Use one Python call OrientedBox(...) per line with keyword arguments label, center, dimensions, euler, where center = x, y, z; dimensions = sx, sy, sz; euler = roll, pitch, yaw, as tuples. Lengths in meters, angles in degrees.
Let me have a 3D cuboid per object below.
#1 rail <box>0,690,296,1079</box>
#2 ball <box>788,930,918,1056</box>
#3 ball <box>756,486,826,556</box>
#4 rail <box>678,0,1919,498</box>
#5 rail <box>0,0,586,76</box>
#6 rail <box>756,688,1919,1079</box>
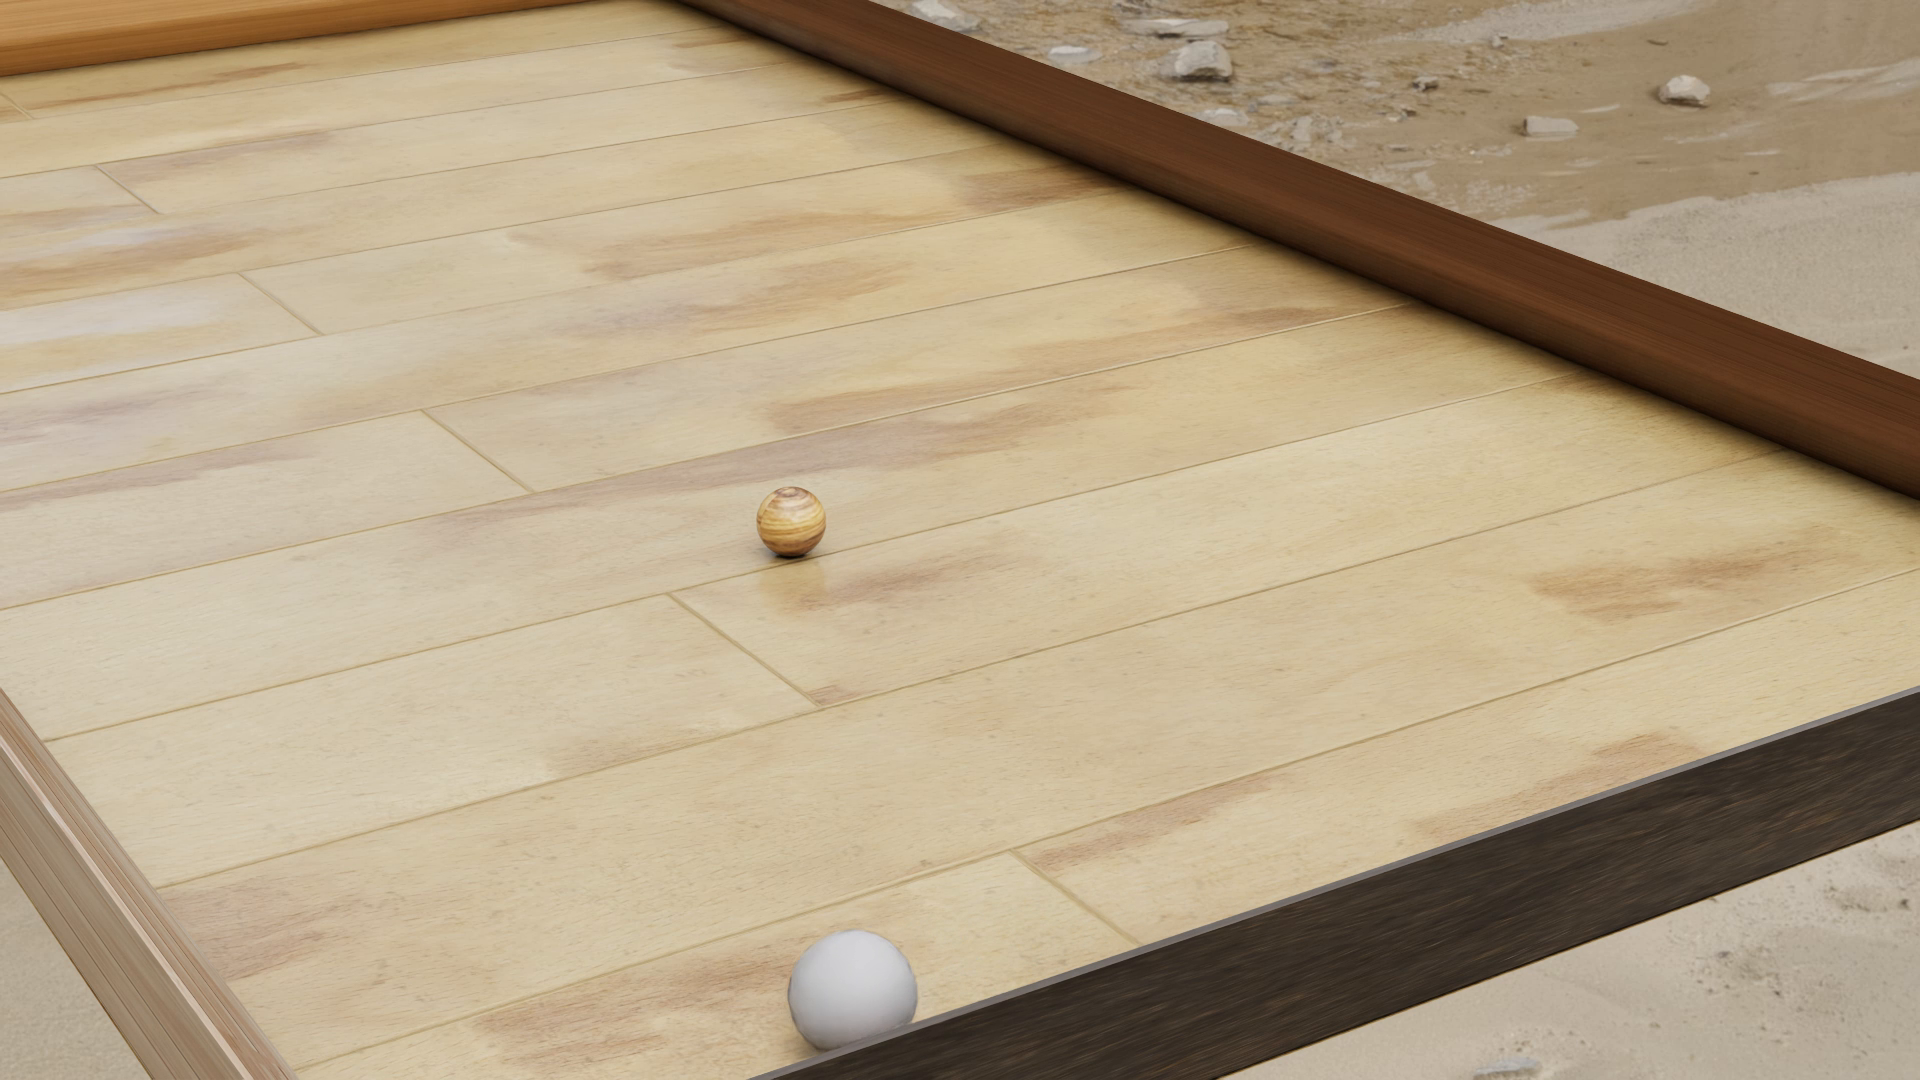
OrientedBox(label="rail", center=(-1.017, -0.091, 2.524), dimensions=(0.045, 0.103, 2.796), euler=(-14, 26, -29))
OrientedBox(label="ball", center=(-0.062, 0.265, 1.713), dimensions=(0.075, 0.075, 0.075), euler=(0, 23, 0))
OrientedBox(label="ball", center=(-0.138, -0.015, 2.404), dimensions=(0.058, 0.058, 0.058), euler=(0, 23, 0))
OrientedBox(label="rail", center=(0.271, -0.405, 3.273), dimensions=(0.045, 0.103, 2.796), euler=(-14, 26, -29))
OrientedBox(label="rail", center=(-1.106, -0.697, 3.971), dimensions=(1.570, 0.103, 0.045), euler=(-14, 26, -29))
OrientedBox(label="rail", center=(0.360, 0.201, 1.826), dimensions=(1.570, 0.103, 0.045), euler=(-14, 26, -29))
